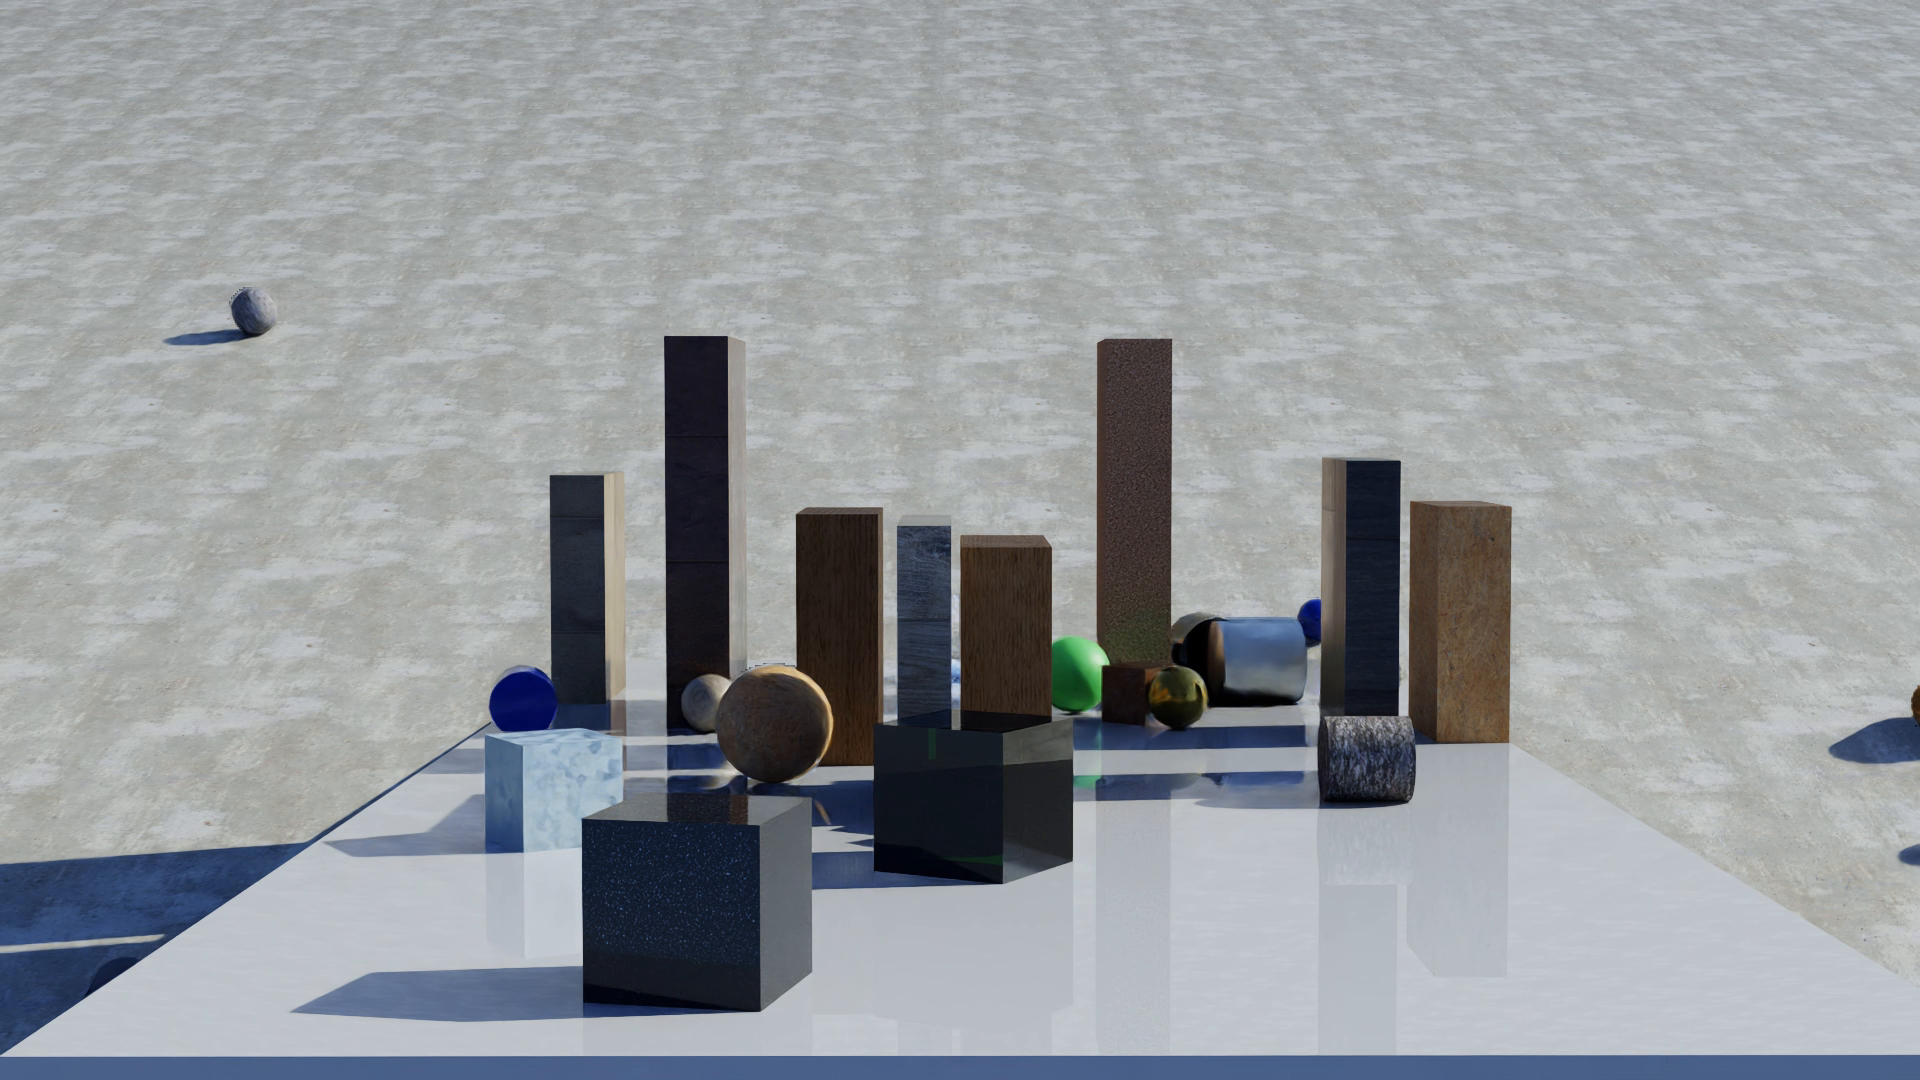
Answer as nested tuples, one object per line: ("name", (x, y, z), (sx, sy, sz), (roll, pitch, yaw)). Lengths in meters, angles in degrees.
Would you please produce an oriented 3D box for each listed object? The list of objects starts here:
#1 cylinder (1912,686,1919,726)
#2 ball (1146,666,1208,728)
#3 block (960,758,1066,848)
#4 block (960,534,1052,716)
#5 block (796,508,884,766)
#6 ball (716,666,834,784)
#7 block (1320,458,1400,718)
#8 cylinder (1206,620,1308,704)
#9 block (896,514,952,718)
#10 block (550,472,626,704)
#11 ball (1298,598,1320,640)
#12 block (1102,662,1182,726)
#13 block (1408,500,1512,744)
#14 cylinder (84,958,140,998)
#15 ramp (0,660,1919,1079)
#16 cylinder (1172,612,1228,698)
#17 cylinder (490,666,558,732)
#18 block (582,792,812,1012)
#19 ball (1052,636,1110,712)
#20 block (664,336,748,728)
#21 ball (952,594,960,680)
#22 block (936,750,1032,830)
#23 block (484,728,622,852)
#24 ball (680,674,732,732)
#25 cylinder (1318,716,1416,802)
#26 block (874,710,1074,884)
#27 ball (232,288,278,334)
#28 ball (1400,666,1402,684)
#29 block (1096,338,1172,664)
("cylinder", (2.463, 0.395, 6.337), (0.162, 0.162, 0.162), (-18, 28, -38))
("ball", (0.435, 0.313, 5.135), (0.124, 0.124, 0.124), (0, 22, 0))
("block", (0.078, 0.388, 3.797), (0.110, 0.110, 0.110), (-3, 4, -44))
("block", (0.072, 0.212, 4.186), (0.141, 0.422, 0.392), (0, 3, 0))
("block", (-0.219, 0.170, 4.746), (0.146, 0.450, 0.331), (0, 3, 0))
("ball", (-0.316, 0.314, 4.383), (0.201, 0.201, 0.201), (0, 22, 0))
("block", (0.679, 0.138, 4.376), (0.089, 0.551, 0.283), (0, 3, 0))
("cylinder", (0.642, 0.263, 5.573), (0.179, 0.179, 0.179), (0, 22, -8))
("block", (-0.055, 0.197, 4.144), (0.083, 0.458, 0.409), (0, 3, 0))
("block", (-0.825, 0.099, 5.716), (0.117, 0.495, 0.340), (0, 3, 0))
("ball", (0.957, 0.212, 6.863), (0.113, 0.113, 0.113), (0, 22, 0))
("block", (0.370, 0.312, 5.242), (0.115, 0.115, 0.115), (3, 4, 44))
("block", (0.977, 0.154, 5.043), (0.138, 0.451, 0.310), (0, 3, 0))
("cylinder", (-1.638, 0.922, 5.026), (0.154, 0.154, 0.154), (-1, 22, -3))
("ramp", (0.050, 0.456, 4.533), (2.000, 0.100, 4.000), (0, 3, 0))
("cylinder", (0.557, 0.256, 5.746), (0.178, 0.178, 0.178), (-3, 3, -8))
("cylinder", (-0.856, 0.316, 5.043), (0.129, 0.129, 0.129), (-4, 4, -10))
("block", (-0.286, 0.393, 2.830), (0.199, 0.199, 0.199), (1, 3, 13))
("ball", (0.240, 0.283, 5.397), (0.159, 0.159, 0.159), (0, 22, 0))
("block", (-0.523, -0.025, 5.328), (0.126, 0.781, 0.431), (0, 3, 0))
("ball", (0.006, 0.227, 6.051), (0.203, 0.203, 0.203), (0, 22, 0))
("block", (0.037, 0.384, 3.924), (0.107, 0.107, 0.107), (2, 3, 31))
("block", (-0.600, 0.367, 3.794), (0.154, 0.154, 0.154), (-2, 3, -31))
("ball", (-0.493, 0.321, 5.072), (0.115, 0.115, 0.115), (0, 22, 0))
("cylinder", (0.659, 0.355, 4.176), (0.138, 0.138, 0.138), (0, 22, 0))
("block", (0.020, 0.353, 3.578), (0.204, 0.204, 0.204), (2, 3, 30))
("ball", (-2.584, -0.838, 9.423), (0.168, 0.168, 0.168), (0, 22, 0))
("ball", (0.903, 0.294, 5.587), (0.116, 0.116, 0.116), (0, 22, 0))
("block", (0.377, -0.041, 5.598), (0.139, 0.784, 0.350), (0, 3, 0))
